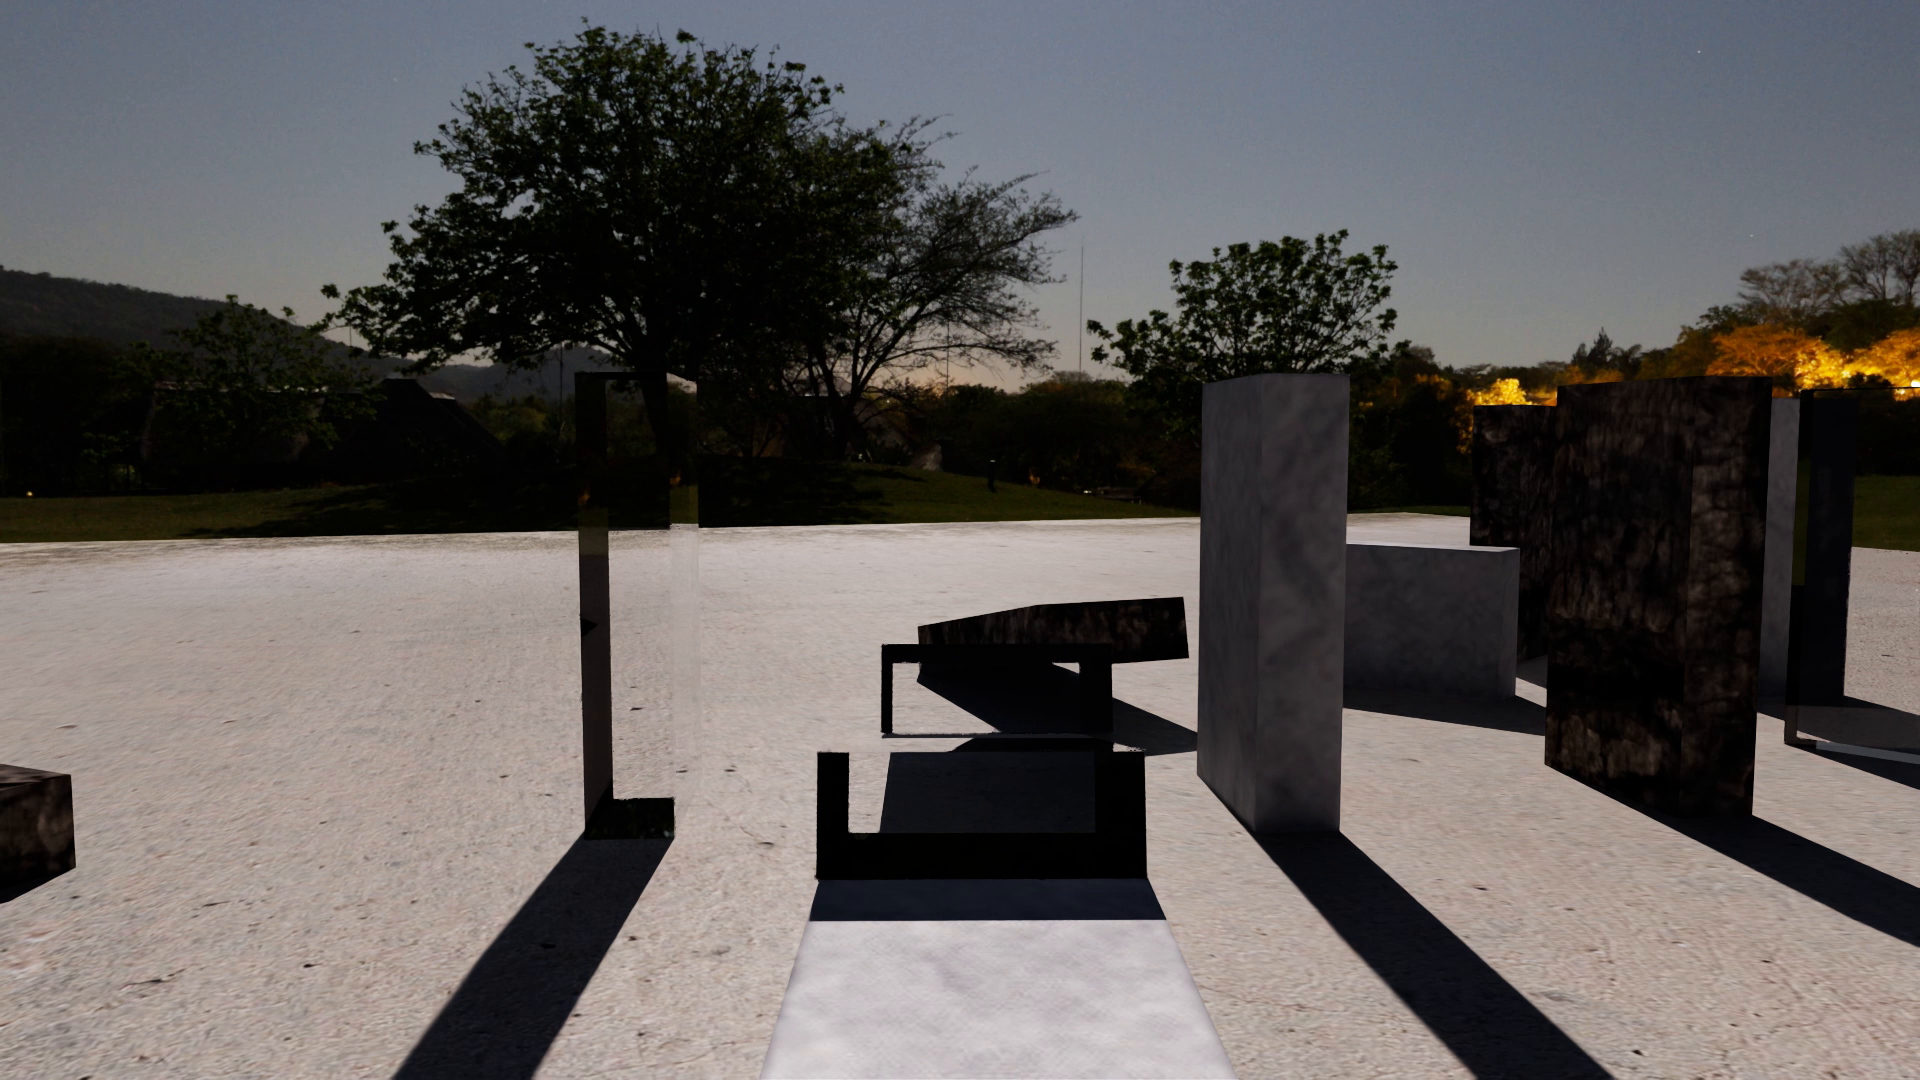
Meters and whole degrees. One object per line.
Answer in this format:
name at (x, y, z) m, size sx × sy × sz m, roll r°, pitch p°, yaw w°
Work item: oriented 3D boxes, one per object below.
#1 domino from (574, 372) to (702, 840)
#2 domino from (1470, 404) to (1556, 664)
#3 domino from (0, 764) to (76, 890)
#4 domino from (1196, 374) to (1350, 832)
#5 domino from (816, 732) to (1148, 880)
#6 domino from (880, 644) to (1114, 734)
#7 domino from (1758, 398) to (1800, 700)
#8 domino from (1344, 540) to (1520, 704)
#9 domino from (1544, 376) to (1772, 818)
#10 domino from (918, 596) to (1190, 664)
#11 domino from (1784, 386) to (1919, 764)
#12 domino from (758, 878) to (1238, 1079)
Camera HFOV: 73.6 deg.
domino at (-0.037, 0.006, 0.149) m, size 0.009 × 0.050 × 0.025 m, roll 0°, pitch 4°, yaw -5°
domino at (0.113, -0.002, 0.258) m, size 0.025 × 0.050 × 0.010 m, roll -4°, pitch 6°, yaw -44°
domino at (-0.110, 0.030, 0.111) m, size 0.025 × 0.009 × 0.050 m, roll 2°, pitch 5°, yaw 23°
domino at (0.036, 0.006, 0.151) m, size 0.009 × 0.050 × 0.025 m, roll 0°, pitch 4°, yaw -4°
domino at (0.001, 0.024, 0.122) m, size 0.025 × 0.009 × 0.050 m, roll 0°, pitch -7°, yaw -1°
domino at (0.004, 0.020, 0.163) m, size 0.025 × 0.009 × 0.050 m, roll 0°, pitch -9°, yaw -1°
domino at (0.139, 0.001, 0.218) m, size 0.025 × 0.050 × 0.009 m, roll -2°, pitch 5°, yaw -20°
domino at (0.072, 0.013, 0.229) m, size 0.050 × 0.025 × 0.009 m, roll 4°, pitch 6°, yaw 40°
domino at (0.084, 0.006, 0.157) m, size 0.009 × 0.050 × 0.025 m, roll -1°, pitch 4°, yaw -9°
domino at (0.014, 0.017, 0.215) m, size 0.025 × 0.009 × 0.050 m, roll -2°, pitch -6°, yaw -23°
domino at (0.129, 0.004, 0.174) m, size 0.010 × 0.050 × 0.025 m, roll -4°, pitch 6°, yaw -42°
domino at (0.002, 0.032, 0.073) m, size 0.025 × 0.009 × 0.050 m, roll 0°, pitch 4°, yaw 0°
